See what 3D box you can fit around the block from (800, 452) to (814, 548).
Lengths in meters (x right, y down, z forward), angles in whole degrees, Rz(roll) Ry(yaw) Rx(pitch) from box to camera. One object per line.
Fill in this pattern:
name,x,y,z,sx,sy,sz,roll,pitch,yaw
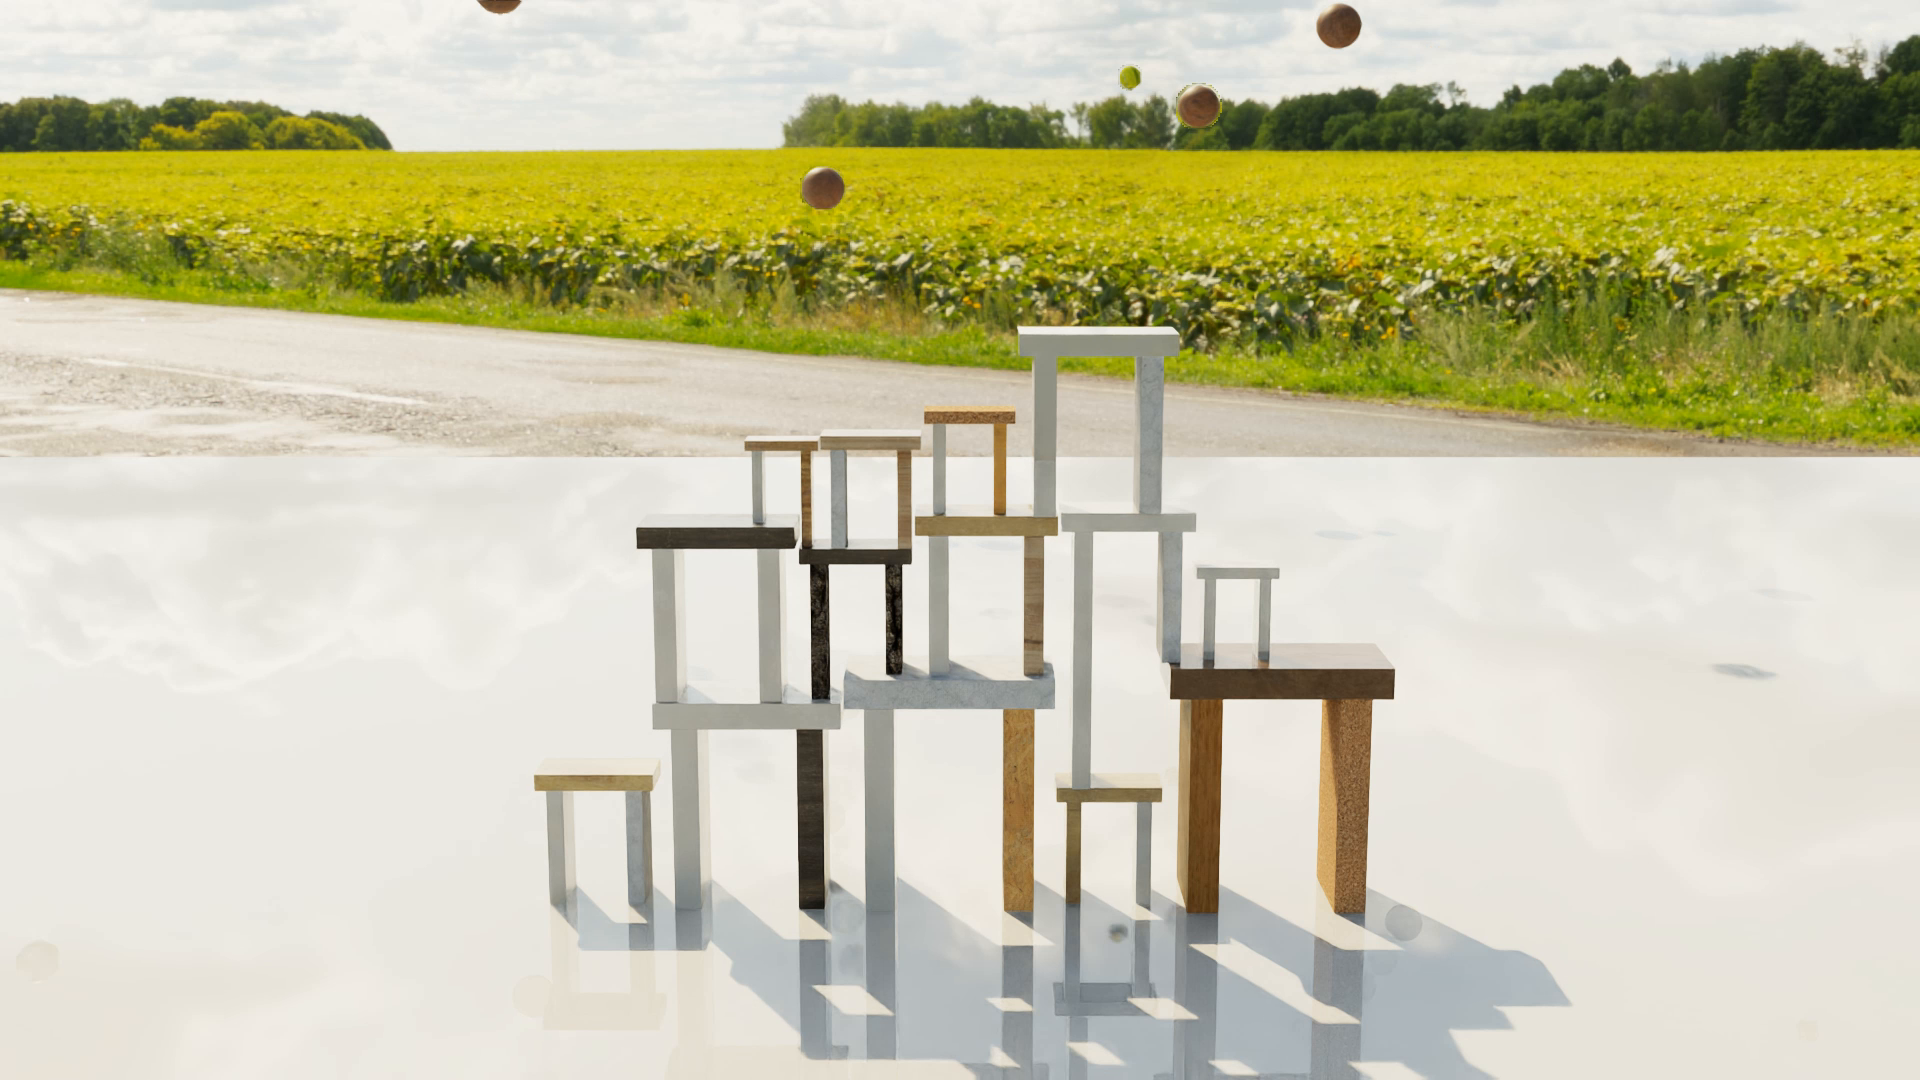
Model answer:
block,-0.246,-0.070,3.544,0.017,0.156,0.059,0,11,0

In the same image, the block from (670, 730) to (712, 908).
block,-0.444,0.440,3.644,0.043,0.303,0.152,0,11,0

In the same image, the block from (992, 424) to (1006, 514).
block,0.064,-0.119,3.541,0.021,0.145,0.072,0,11,0

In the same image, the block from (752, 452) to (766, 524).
block,-0.324,-0.089,3.541,0.017,0.117,0.059,0,11,0

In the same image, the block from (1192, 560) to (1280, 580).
block,0.447,0.048,3.568,0.133,0.019,0.067,0,11,0

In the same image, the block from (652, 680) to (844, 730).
block,-0.343,0.270,3.612,0.303,0.043,0.152,0,11,0

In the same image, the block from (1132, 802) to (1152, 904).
block,0.302,0.506,3.650,0.024,0.173,0.086,0,11,0

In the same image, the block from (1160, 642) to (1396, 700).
block,0.514,0.214,3.595,0.358,0.051,0.179,0,11,0

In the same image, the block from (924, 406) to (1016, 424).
block,0.016,-0.201,3.526,0.145,0.021,0.072,0,11,0

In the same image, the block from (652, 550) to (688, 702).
block,-0.472,0.127,3.579,0.036,0.251,0.126,0,11,0

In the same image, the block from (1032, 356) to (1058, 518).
block,0.135,-0.173,3.527,0.035,0.255,0.125,0,11,0

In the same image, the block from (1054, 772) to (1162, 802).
block,0.244,0.409,3.632,0.173,0.024,0.086,0,11,0

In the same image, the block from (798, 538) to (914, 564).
block,-0.168,0.019,3.562,0.181,0.026,0.090,0,11,0

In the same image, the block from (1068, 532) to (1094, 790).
block,0.197,0.187,3.593,0.030,0.426,0.107,0,11,0

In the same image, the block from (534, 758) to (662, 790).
block,-0.597,0.387,3.629,0.194,0.027,0.097,0,11,0

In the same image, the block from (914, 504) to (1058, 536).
block,0.042,-0.032,3.558,0.229,0.032,0.114,0,11,0

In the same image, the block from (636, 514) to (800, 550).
block,-0.388,-0.014,3.553,0.251,0.036,0.126,0,11,0

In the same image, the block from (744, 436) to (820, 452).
block,-0.285,-0.155,3.528,0.117,0.017,0.059,0,11,0

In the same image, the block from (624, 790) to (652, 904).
block,-0.532,0.495,3.649,0.027,0.194,0.097,0,11,0

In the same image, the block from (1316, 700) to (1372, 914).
block,0.634,0.415,3.633,0.051,0.358,0.179,0,11,0

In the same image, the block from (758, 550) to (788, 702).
block,-0.305,0.127,3.579,0.036,0.251,0.126,0,11,0

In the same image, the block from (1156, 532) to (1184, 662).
block,0.340,0.083,3.574,0.030,0.214,0.107,0,11,0

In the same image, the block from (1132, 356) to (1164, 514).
block,0.302,-0.175,3.526,0.035,0.250,0.125,0,11,0

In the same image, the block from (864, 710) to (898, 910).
block,-0.130,0.423,3.640,0.048,0.339,0.170,0,11,0

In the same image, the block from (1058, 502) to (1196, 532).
block,0.269,-0.037,3.551,0.214,0.030,0.107,0,11,0

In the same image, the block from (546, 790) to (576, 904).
block,-0.661,0.495,3.649,0.027,0.194,0.097,0,11,0

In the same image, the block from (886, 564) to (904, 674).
block,-0.107,0.120,3.581,0.026,0.181,0.090,0,10,0

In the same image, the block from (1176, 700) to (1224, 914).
block,0.395,0.415,3.633,0.051,0.358,0.179,0,11,0

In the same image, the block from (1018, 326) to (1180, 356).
block,0.218,-0.316,3.500,0.250,0.035,0.125,0,11,0

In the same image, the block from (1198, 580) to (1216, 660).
block,0.403,0.122,3.582,0.019,0.133,0.067,0,11,0

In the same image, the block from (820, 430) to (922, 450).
block,-0.142,-0.161,3.525,0.159,0.023,0.080,0,11,0

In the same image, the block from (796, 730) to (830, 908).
block,-0.242,0.440,3.644,0.043,0.303,0.152,0,11,0

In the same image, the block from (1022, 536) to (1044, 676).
block,0.118,0.096,3.581,0.032,0.229,0.114,0,11,0

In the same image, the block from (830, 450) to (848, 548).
block,-0.195,-0.071,3.542,0.023,0.159,0.080,0,11,0

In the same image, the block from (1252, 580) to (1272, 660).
block,0.492,0.122,3.582,0.019,0.133,0.067,0,11,0

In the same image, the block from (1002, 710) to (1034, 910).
block,0.096,0.423,3.640,0.048,0.339,0.170,0,11,0

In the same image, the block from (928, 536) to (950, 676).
block,-0.034,0.096,3.581,0.032,0.229,0.114,0,11,0

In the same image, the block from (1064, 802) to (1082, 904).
block,0.186,0.506,3.650,0.024,0.173,0.086,0,11,0

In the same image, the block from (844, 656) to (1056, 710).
block,-0.017,0.232,3.604,0.339,0.048,0.170,0,11,0

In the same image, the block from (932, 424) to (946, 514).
block,-0.033,-0.119,3.541,0.021,0.145,0.072,0,11,0

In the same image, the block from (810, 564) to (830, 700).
block,-0.228,0.140,3.585,0.026,0.222,0.090,0,11,0

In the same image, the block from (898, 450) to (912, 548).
block,-0.089,-0.071,3.542,0.023,0.159,0.080,0,11,0
